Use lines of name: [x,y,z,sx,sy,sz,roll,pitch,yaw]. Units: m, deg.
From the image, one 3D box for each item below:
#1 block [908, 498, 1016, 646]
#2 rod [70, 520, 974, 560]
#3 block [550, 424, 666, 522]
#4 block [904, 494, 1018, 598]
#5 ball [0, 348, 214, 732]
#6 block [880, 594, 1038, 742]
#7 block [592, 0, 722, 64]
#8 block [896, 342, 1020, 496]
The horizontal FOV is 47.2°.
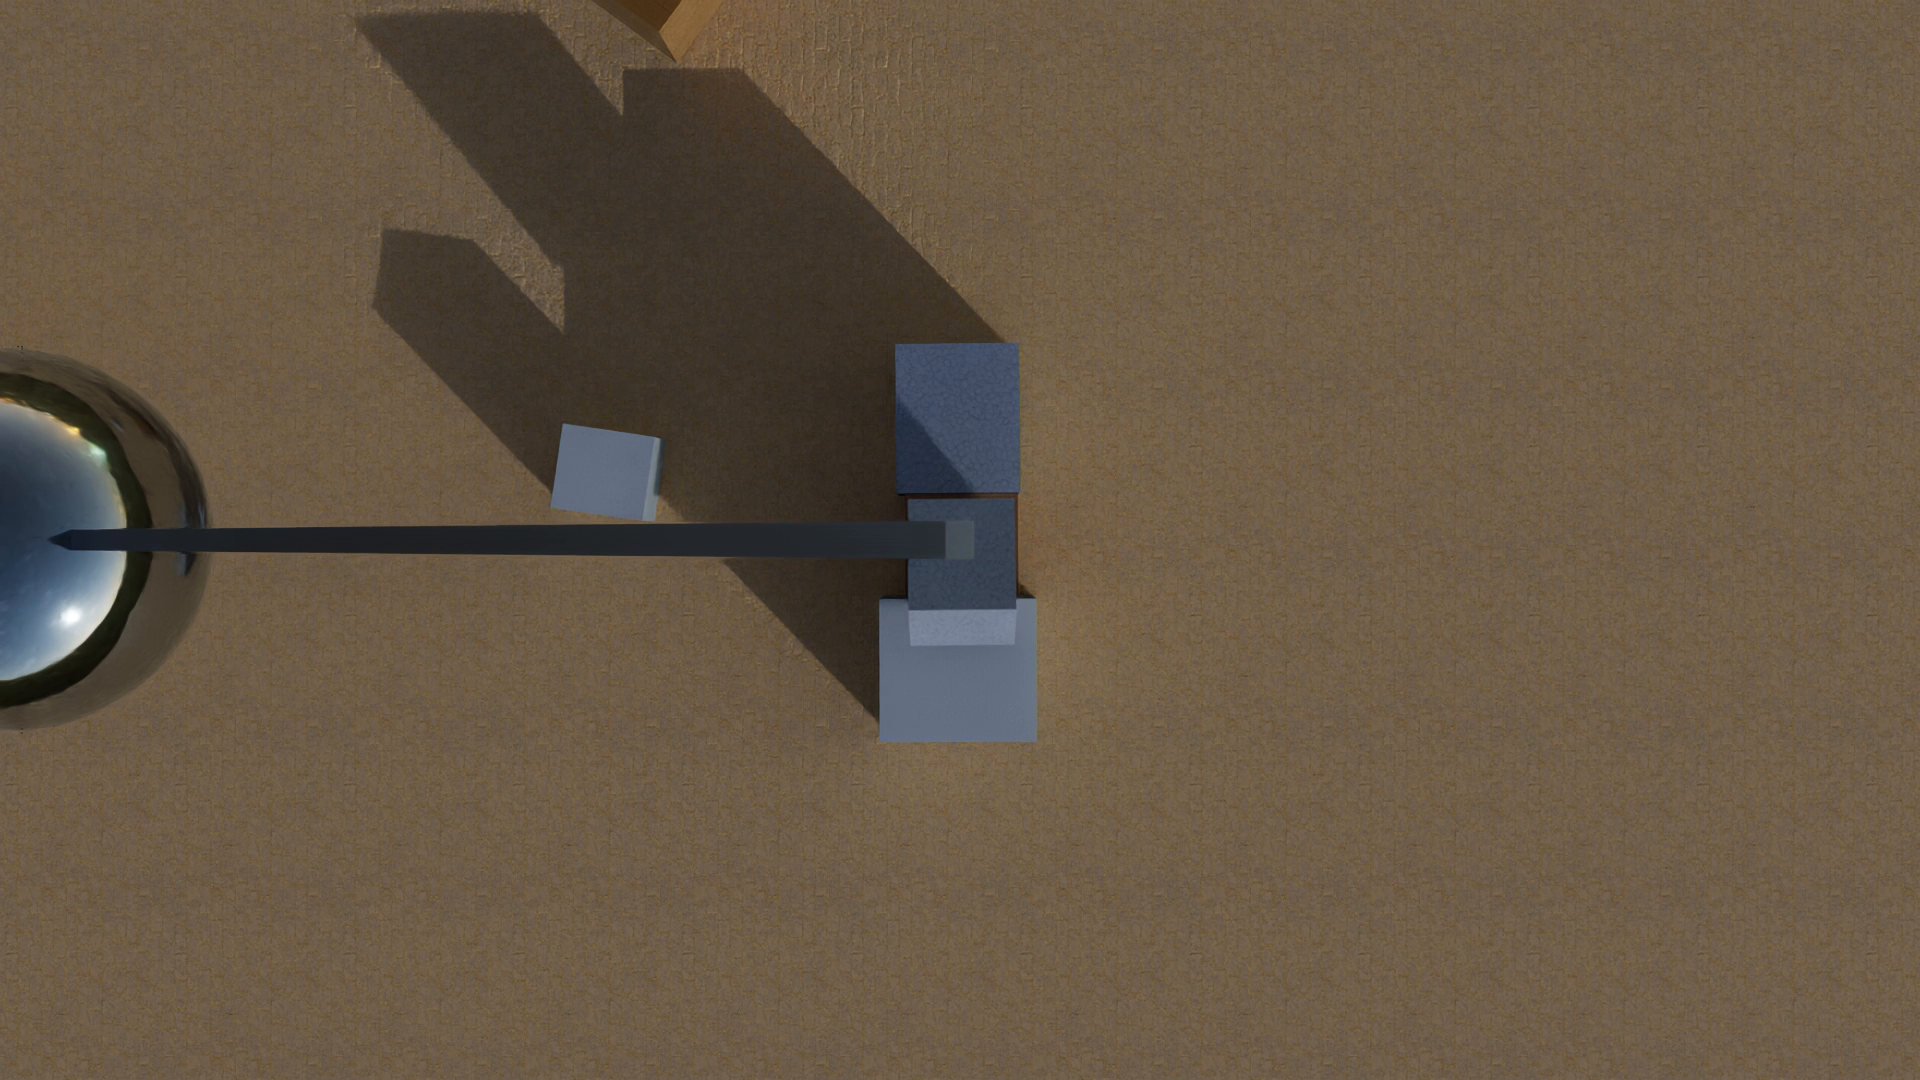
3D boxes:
block: [0.009,0.178,11.914,0.569,0.572,0.631,-1,69,0]
rod: [-1.710,0.000,6.593,0.080,5.200,0.080,0,90,-41]
block: [-2.030,-0.385,12.746,0.528,0.507,0.485,8,90,0]
block: [0.009,0.029,12.648,0.631,0.703,0.578,0,90,0]
ball: [-3.946,0.000,9.155,1.600,1.600,1.600,0,90,0]
block: [-0.010,0.721,12.582,0.871,0.837,0.792,0,90,0]
block: [-1.730,-3.366,12.601,0.742,0.799,0.813,36,90,0]
block: [-0.012,-0.681,12.640,0.693,0.720,0.836,-1,90,0]
